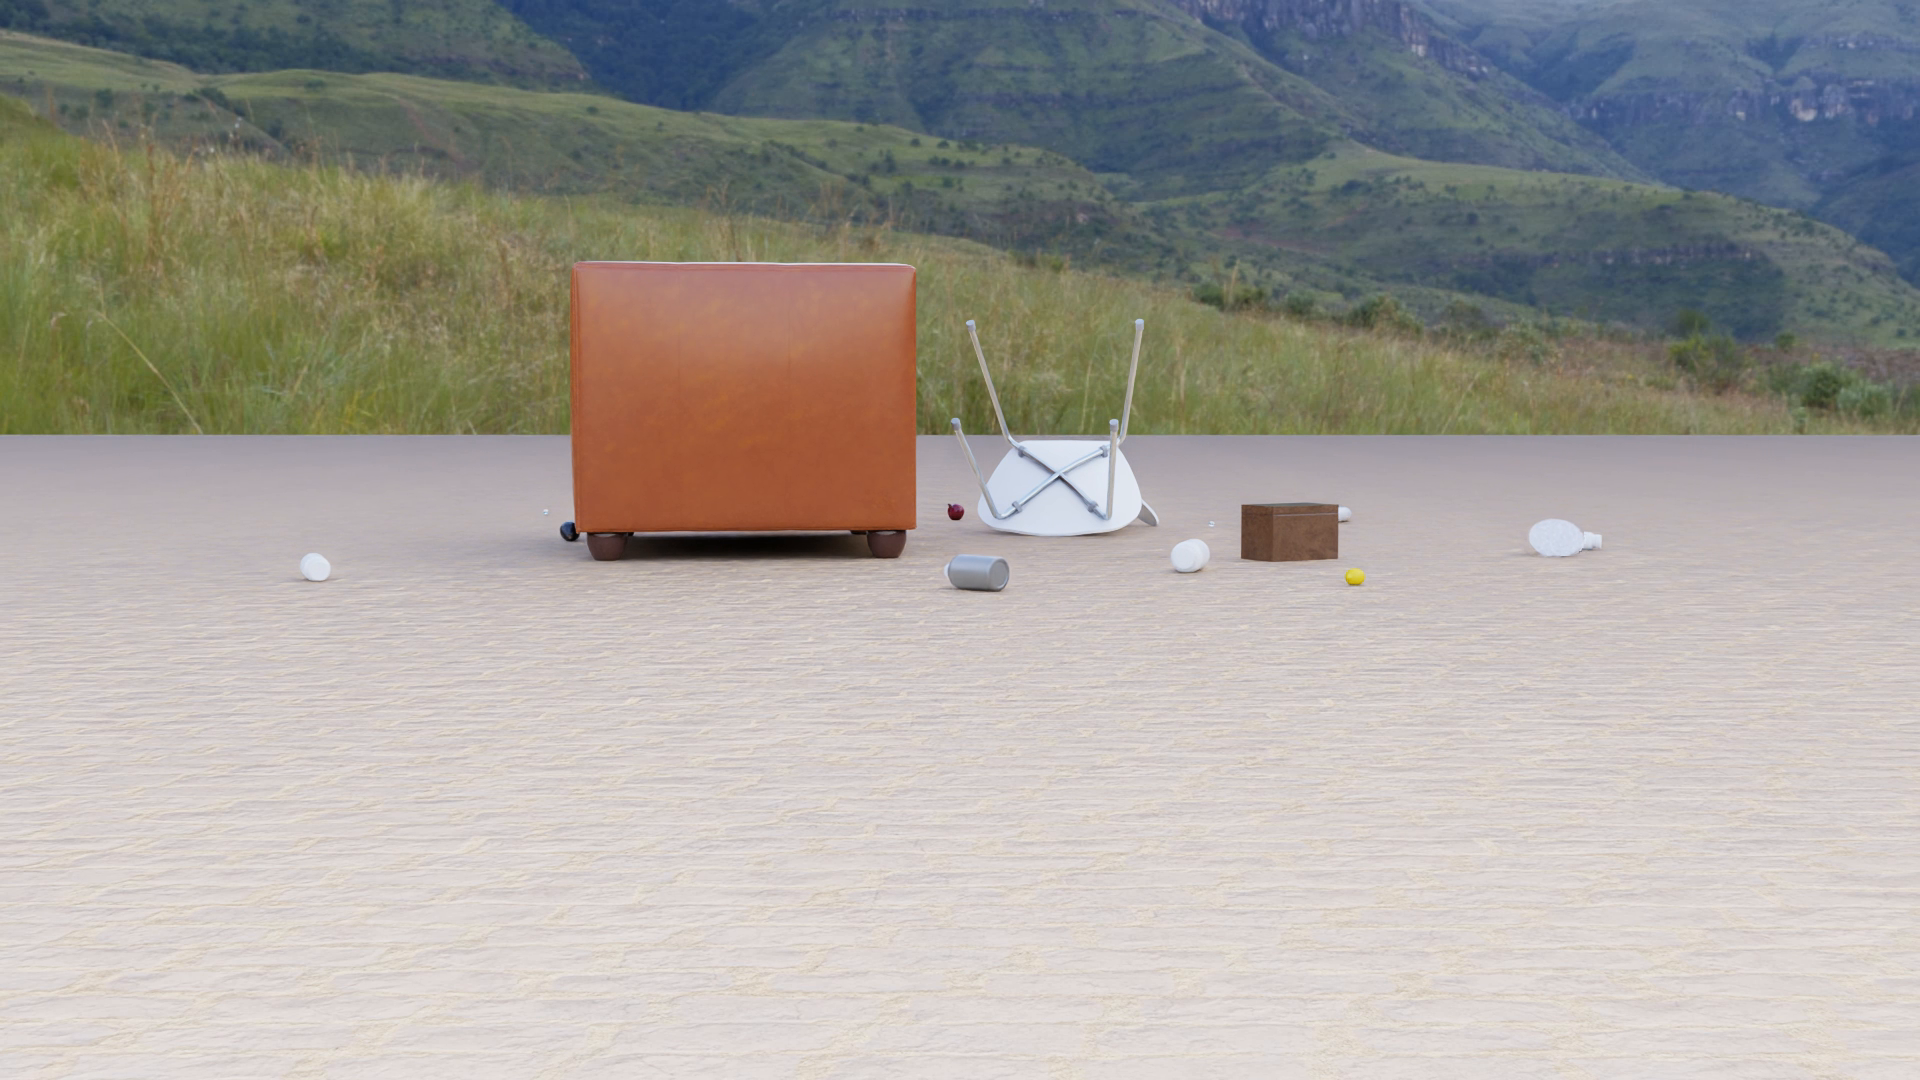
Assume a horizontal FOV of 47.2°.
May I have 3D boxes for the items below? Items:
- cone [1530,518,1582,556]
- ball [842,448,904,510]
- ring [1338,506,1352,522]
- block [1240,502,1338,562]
[{"bbox_3d":[1.629,0.013,5.989,0.140,0.104,0.201,6,-9,20],"label":"cone"},{"bbox_3d":[-0.322,-0.226,8.128,0.234,0.234,0.234,0,4,0],"label":"ball"},{"bbox_3d":[1.225,-0.086,7.435,0.161,0.050,0.283,2,5,39],"label":"ring"},{"bbox_3d":[0.872,-0.022,5.816,0.218,0.143,0.135,-2,5,-30],"label":"block"}]
